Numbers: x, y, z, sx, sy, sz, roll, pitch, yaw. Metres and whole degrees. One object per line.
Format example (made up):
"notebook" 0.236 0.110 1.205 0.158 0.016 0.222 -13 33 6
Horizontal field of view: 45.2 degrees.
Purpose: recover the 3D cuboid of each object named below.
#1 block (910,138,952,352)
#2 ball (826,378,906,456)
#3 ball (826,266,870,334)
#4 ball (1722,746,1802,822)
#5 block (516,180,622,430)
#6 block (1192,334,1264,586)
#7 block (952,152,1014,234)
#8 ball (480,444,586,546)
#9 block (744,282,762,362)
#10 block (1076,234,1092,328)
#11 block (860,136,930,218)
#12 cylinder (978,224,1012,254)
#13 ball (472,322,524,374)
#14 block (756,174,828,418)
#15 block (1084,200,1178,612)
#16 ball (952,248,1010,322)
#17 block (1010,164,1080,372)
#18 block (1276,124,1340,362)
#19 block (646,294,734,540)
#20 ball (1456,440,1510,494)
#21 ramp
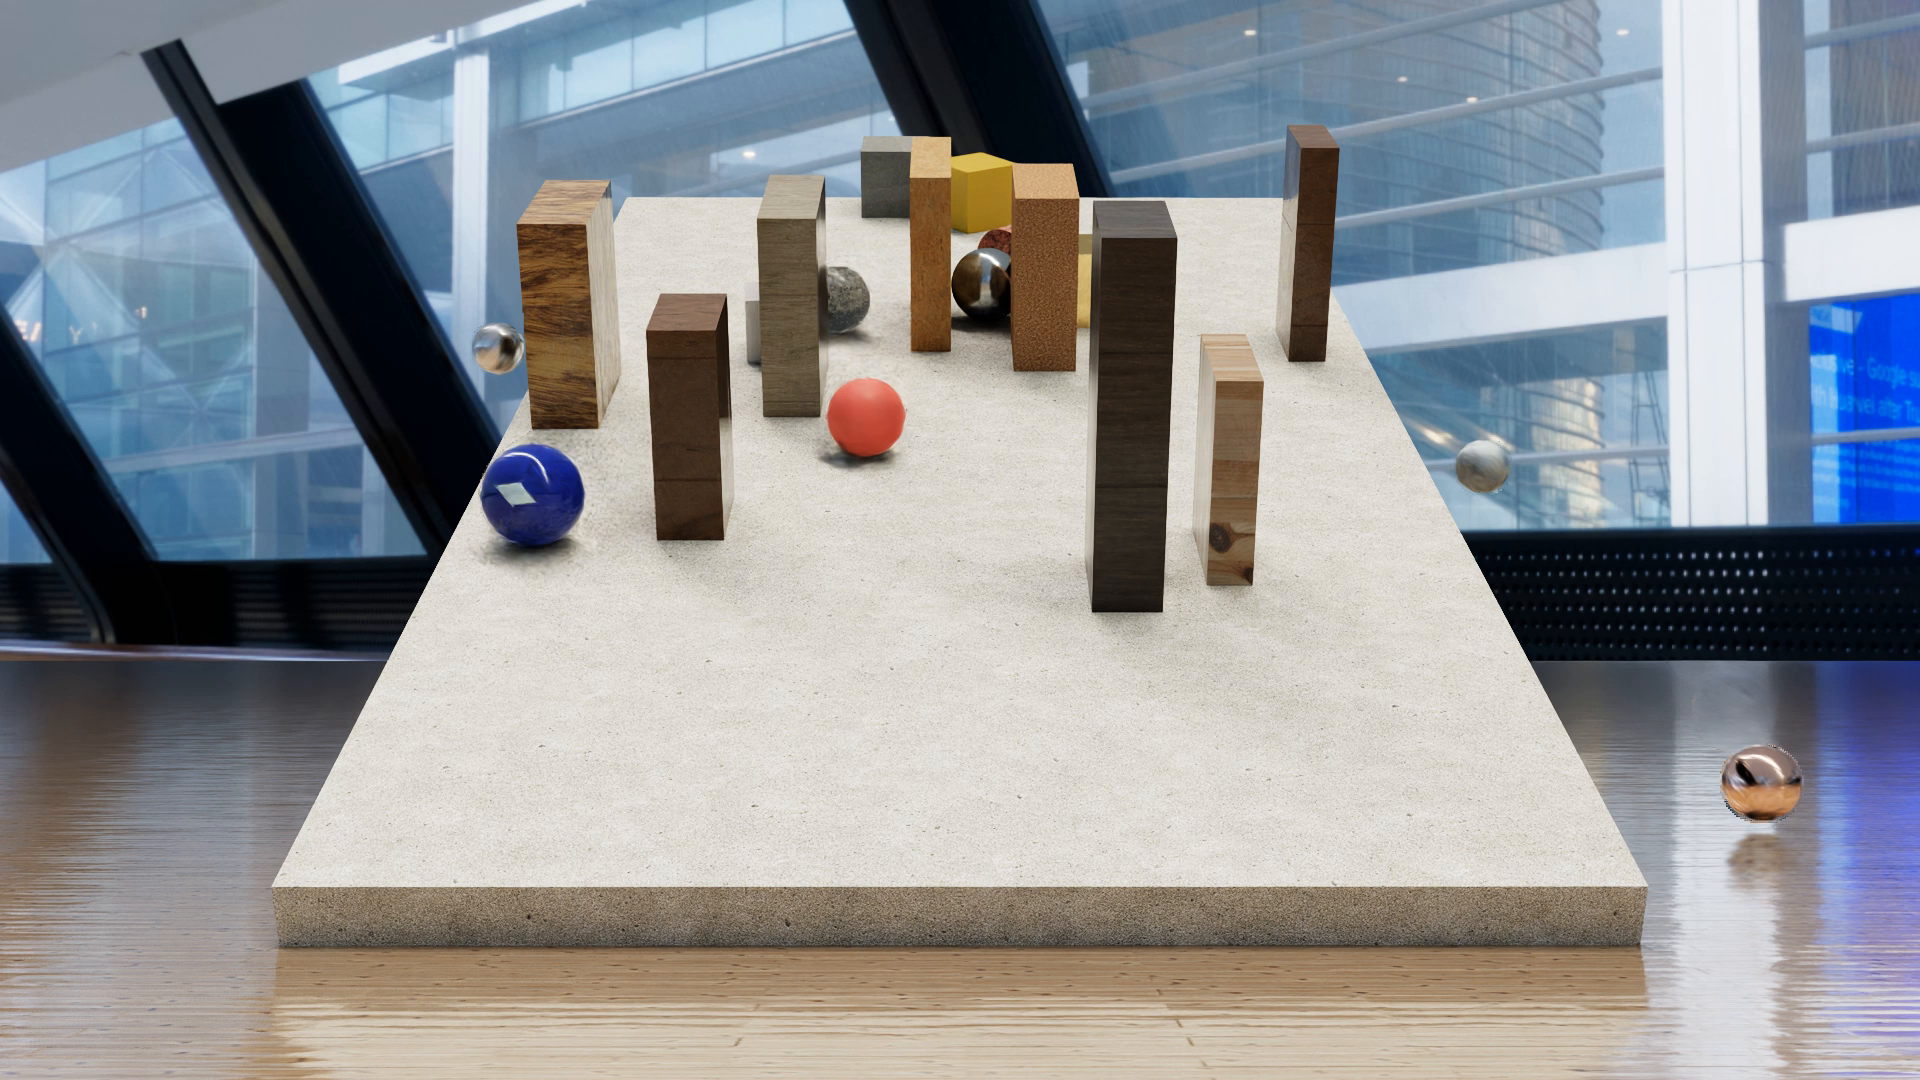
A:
"block" -0.072 -0.743 5.762 0.098 0.434 0.425 0 23 0
"ball" -0.202 -0.265 4.962 0.169 0.169 0.169 0 -3 0
"ball" -0.308 -0.601 5.764 0.168 0.168 0.168 0 -3 0
"ball" 1.974 0.599 5.684 0.187 0.187 0.187 0 -3 0
"block" -0.878 -0.538 5.223 0.150 0.468 0.390 0 23 0
"block" 0.508 -0.156 4.400 0.087 0.406 0.282 0 23 0
"block" 0.043 -1.012 6.728 0.181 0.181 0.181 -15 27 -33
"ball" -0.832 -0.088 4.496 0.201 0.201 0.201 0 -3 0
"block" -0.443 -0.531 5.615 0.155 0.155 0.155 -2 23 -5
"block" 0.261 -0.661 5.878 0.192 0.192 0.192 0 23 -1
"block" -0.190 -1.081 6.870 0.199 0.199 0.199 0 23 0
"cylinder" 0.175 -0.746 6.088 0.187 0.187 0.187 -3 14 46
"ball" -1.100 -0.457 5.500 0.124 0.124 0.124 0 -3 0
"block" -0.380 -0.565 5.303 0.129 0.460 0.394 0 23 0
"block" 0.307 -0.242 4.216 0.131 0.707 0.256 0 23 0
"ball" 0.070 -0.649 5.857 0.186 0.186 0.186 0 -3 0
"block" 0.202 -0.663 5.587 0.149 0.422 0.340 0 23 0
"block" 0.839 -0.720 5.595 0.090 0.523 0.245 0 23 0
"block" -0.531 -0.246 4.575 0.133 0.432 0.244 0 23 0
"ball" 1.295 -0.182 5.717 0.133 0.133 0.133 0 -3 0
"ramp" -0.007 -0.224 5.215 2.000 0.100 4.000 0 23 0
